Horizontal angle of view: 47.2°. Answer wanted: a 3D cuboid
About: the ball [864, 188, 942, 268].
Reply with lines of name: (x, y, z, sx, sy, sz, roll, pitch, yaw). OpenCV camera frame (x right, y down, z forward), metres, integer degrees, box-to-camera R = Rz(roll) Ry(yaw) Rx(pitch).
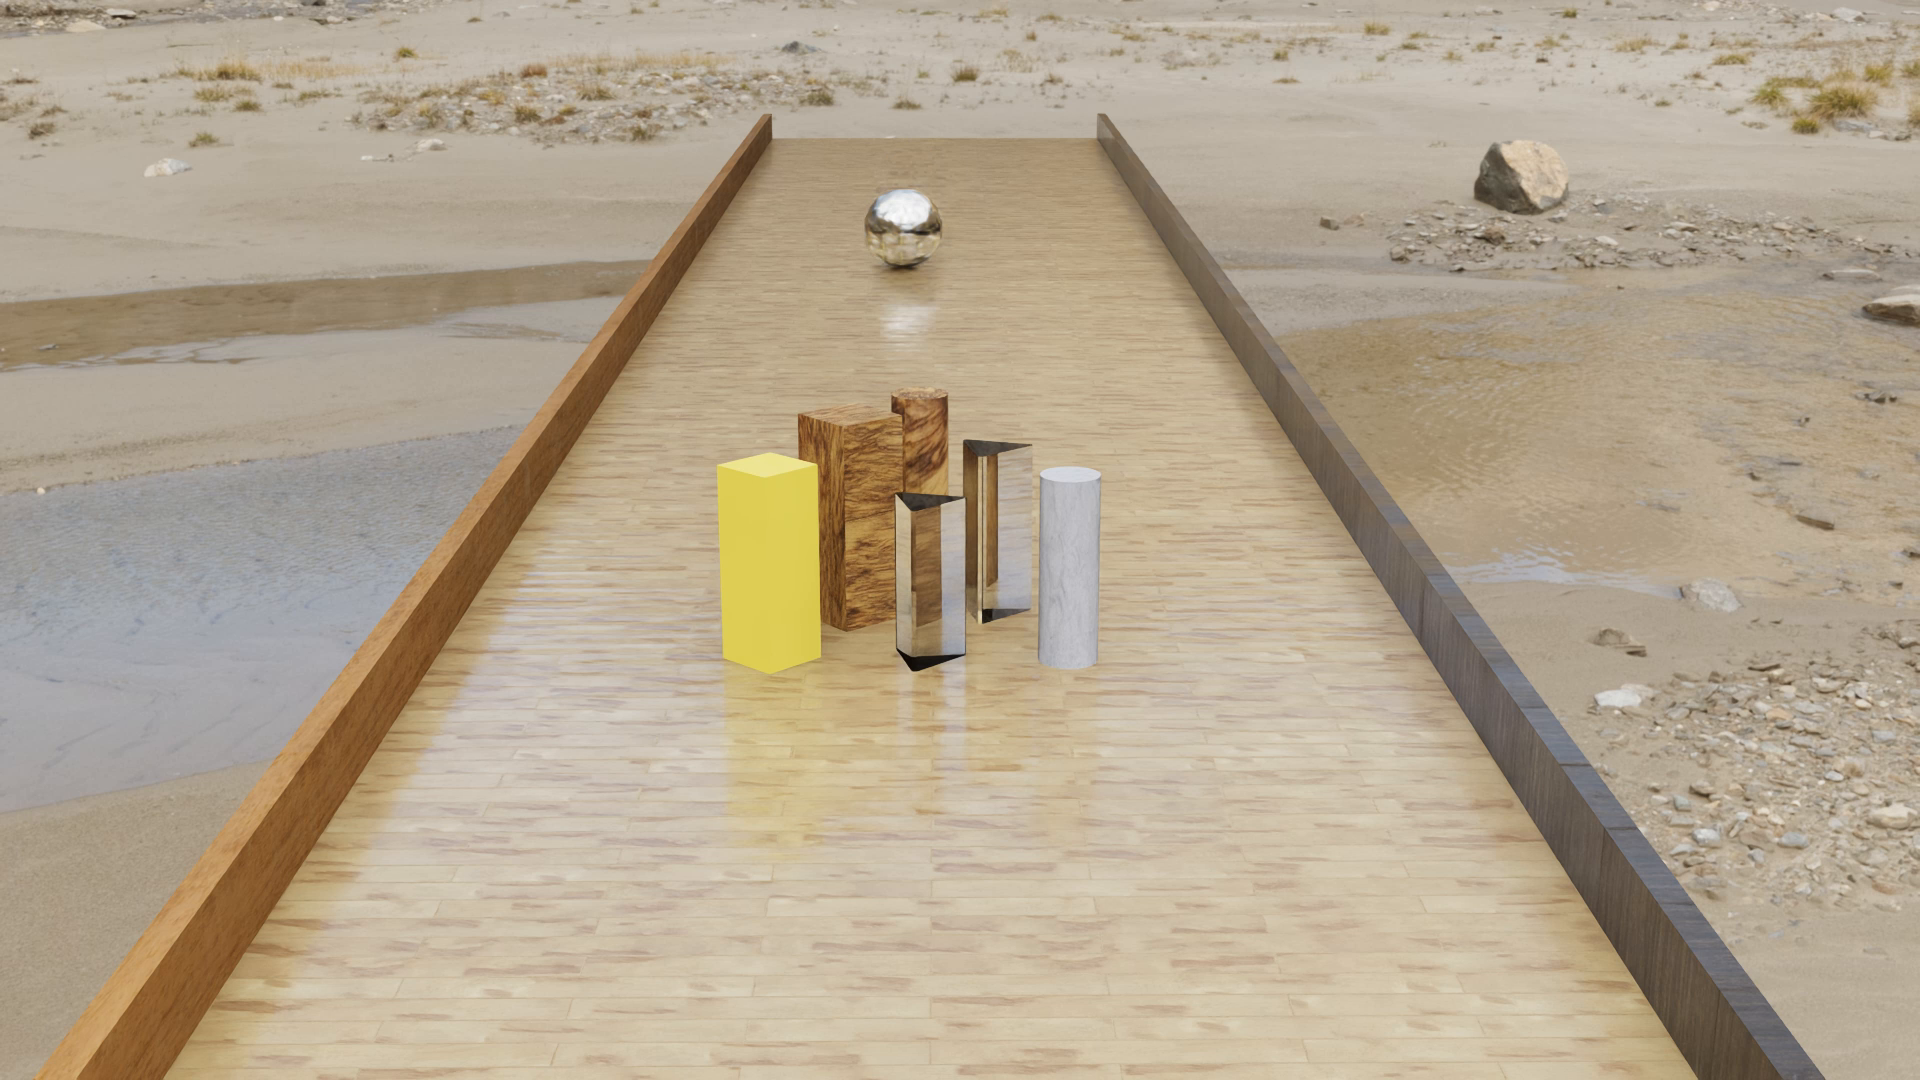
ball: (-0.231, -1.267, 8.930, 0.318, 0.318, 0.318, 0, 17, 0)

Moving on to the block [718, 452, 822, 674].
block: (-0.378, 0.044, 4.374, 0.139, 0.401, 0.139, 15, 22, 41)

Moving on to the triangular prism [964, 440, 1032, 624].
triangular prism: (0.053, -0.026, 4.675, 0.151, 0.363, 0.131, -14, 22, -40)

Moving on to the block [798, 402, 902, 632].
block: (-0.228, -0.050, 4.623, 0.154, 0.440, 0.154, -14, 21, -39)

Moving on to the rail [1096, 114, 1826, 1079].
rail: (0.932, -0.844, 7.801, 0.050, 0.150, 12.000, 0, 17, -1)

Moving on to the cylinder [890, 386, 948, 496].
cylinder: (-0.088, -0.119, 4.886, 0.127, 0.423, 0.127, 0, 17, 0)

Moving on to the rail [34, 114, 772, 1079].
rail: (-1.118, -0.838, 7.780, 0.050, 0.150, 12.000, 0, 17, -1)

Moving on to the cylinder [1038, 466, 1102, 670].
cylinder: (0.217, 0.055, 4.368, 0.120, 0.384, 0.120, 0, 17, 0)

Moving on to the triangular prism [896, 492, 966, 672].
triangular prism: (-0.084, 0.075, 4.395, 0.145, 0.330, 0.125, -16, 23, -43)
